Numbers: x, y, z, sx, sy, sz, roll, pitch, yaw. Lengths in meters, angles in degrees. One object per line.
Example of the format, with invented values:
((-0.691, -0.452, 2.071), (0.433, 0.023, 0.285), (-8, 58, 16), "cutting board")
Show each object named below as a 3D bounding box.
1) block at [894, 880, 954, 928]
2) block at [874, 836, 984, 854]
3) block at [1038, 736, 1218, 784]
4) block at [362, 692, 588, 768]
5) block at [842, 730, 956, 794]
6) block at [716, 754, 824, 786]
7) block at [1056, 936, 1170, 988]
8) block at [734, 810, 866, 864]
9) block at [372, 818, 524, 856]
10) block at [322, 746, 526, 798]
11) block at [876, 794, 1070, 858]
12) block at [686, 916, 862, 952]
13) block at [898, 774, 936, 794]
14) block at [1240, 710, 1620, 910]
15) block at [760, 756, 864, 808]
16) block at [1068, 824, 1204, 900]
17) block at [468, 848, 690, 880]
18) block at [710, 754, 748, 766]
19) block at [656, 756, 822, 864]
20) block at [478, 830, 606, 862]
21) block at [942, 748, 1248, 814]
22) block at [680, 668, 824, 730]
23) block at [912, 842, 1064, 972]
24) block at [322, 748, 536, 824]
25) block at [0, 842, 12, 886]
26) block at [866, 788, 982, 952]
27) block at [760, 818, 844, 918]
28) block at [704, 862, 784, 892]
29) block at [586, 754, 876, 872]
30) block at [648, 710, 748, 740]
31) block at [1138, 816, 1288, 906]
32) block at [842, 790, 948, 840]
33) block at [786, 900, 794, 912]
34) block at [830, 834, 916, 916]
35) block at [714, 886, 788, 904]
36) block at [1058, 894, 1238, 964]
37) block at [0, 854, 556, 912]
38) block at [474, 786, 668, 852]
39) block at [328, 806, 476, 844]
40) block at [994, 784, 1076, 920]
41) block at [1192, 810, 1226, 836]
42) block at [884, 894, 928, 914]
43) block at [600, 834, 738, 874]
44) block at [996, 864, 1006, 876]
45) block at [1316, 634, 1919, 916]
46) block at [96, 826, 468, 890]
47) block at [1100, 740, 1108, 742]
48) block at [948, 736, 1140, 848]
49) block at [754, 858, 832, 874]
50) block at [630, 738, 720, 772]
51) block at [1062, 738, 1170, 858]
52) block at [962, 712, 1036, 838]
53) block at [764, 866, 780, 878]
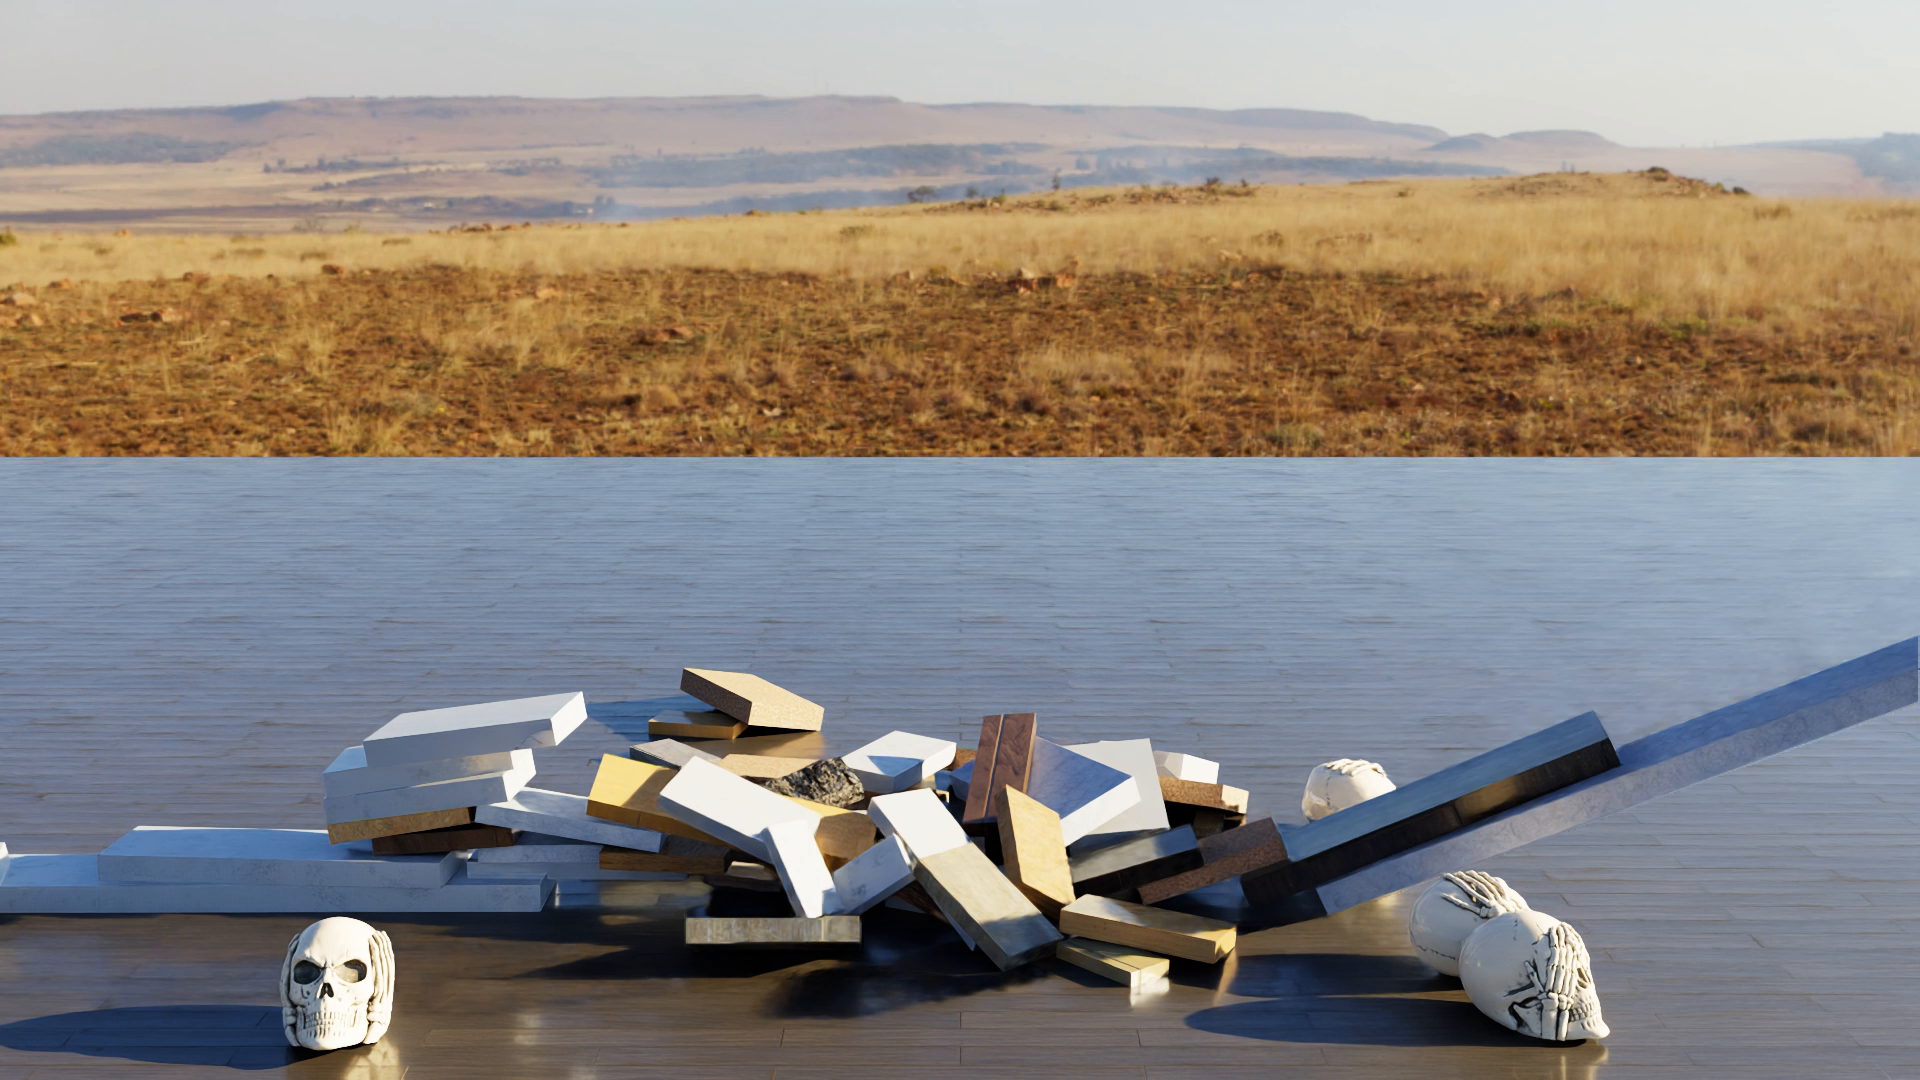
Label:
((-0.033, 0.565, 3.516), (0.158, 0.022, 0.079), (26, 36, 13), "block")
((-0.096, 0.534, 3.721), (0.264, 0.037, 0.132), (-1, -16, -5), "block")
((0.304, 0.426, 4.242), (0.345, 0.049, 0.172), (5, -9, 30), "block")
((-0.787, 0.308, 3.581), (0.320, 0.045, 0.160), (-8, 10, 10), "block")
((-0.123, 0.415, 4.105), (0.130, 0.037, 0.263), (9, 12, 24), "block")
((-0.329, 0.445, 4.120), (0.260, 0.037, 0.130), (2, 11, 13), "block")
((0.232, 0.638, 3.350), (0.081, 0.023, 0.161), (-9, 14, -40), "block")
((-0.295, 0.514, 3.764), (0.264, 0.037, 0.132), (-2, -31, -9), "block")
((-0.839, 0.479, 3.631), (0.231, 0.033, 0.116), (-5, 11, 3), "block")
((-0.876, 0.360, 3.625), (0.307, 0.043, 0.153), (-9, 10, 1), "block")
((0.043, 0.508, 3.899), (0.385, 0.032, 0.113), (7, 14, 3), "block")
((-0.282, 0.602, 3.359), (0.260, 0.037, 0.130), (0, -16, -2), "block")
((-0.095, 0.453, 4.104), (0.095, 0.027, 0.189), (0, 10, -3), "block")
((0.761, 0.442, 3.607), (0.629, 0.049, 0.172), (-24, 6, 12), "block")
((-0.301, 0.461, 3.901), (0.237, 0.034, 0.118), (-19, 25, -17), "block")
((0.274, 0.540, 3.651), (0.249, 0.035, 0.125), (-16, 10, 2), "block")
((-0.626, 0.532, 3.652), (0.362, 0.029, 0.103), (0, 11, 1), "block")
((-0.384, 0.473, 4.184), (0.148, 0.042, 0.297), (-9, 14, -39), "block")
((-0.358, 0.441, 3.563), (0.237, 0.034, 0.118), (23, 33, 12), "block")
((-0.686, 0.504, 3.646), (0.206, 0.029, 0.103), (0, 11, -1), "block")
((0.236, 0.452, 4.166), (0.598, 0.042, 0.148), (5, -8, 26), "block")
((-0.454, 0.344, 4.764), (0.172, 0.049, 0.344), (8, 5, -33), "block")
((0.043, 0.569, 3.422), (0.116, 0.033, 0.231), (-10, 40, -41), "block")
((-0.871, 0.405, 3.620), (0.307, 0.043, 0.153), (-8, 10, 7), "block")
((-1.716, 0.560, 3.531), (0.319, 0.045, 0.160), (-1, 33, -2), "block")
((-0.016, 0.525, 3.530), (0.116, 0.033, 0.335), (-5, 37, -36), "block")
((-0.248, 0.521, 3.464), (0.081, 0.161, 0.023), (-4, -28, -48), "block")
((-0.350, 0.561, 3.668), (0.137, 0.019, 0.068), (3, 11, 18), "block")
((-0.370, 0.452, 3.603), (0.465, 0.034, 0.118), (13, 33, -3), "block")
((-0.555, 0.391, 4.665), (0.188, 0.027, 0.094), (3, 11, 14), "block")
((0.414, 0.533, 3.661), (0.249, 0.035, 0.125), (-19, 10, 3), "block")
((-0.165, 0.505, 4.012), (0.149, 0.042, 0.297), (7, 13, 33), "block")
((-0.213, 0.582, 3.548), (0.122, 0.017, 0.061), (-17, 53, -42), "block")
((-0.153, 0.545, 3.499), (0.161, 0.023, 0.081), (-34, 50, 8), "block")
((-0.334, 0.583, 3.655), (0.137, 0.019, 0.068), (1, 11, 4), "block")
((0.292, 0.603, 3.418), (0.249, 0.035, 0.125), (8, 6, 21), "block")
((-1.347, 0.570, 3.654), (1.325, 0.045, 0.160), (0, 11, 0), "block")
((-0.631, 0.455, 3.611), (0.302, 0.033, 0.116), (9, 11, 1), "block")
((-0.910, 0.451, 3.622), (0.231, 0.033, 0.116), (-9, 10, 2), "block")
((0.122, 0.510, 3.587), (0.116, 0.033, 0.231), (31, 26, -25), "block")
((0.454, 0.518, 4.018), (0.051, 0.014, 0.102), (2, 11, 11), "block")
((-0.035, 0.590, 3.605), (0.158, 0.022, 0.079), (5, 12, 27), "block")
((-0.475, 0.513, 3.598), (0.206, 0.029, 0.103), (1, 11, 7), "block")
((0.045, 0.566, 3.669), (0.108, 0.015, 0.054), (-17, 10, 4), "block")
((1.331, 0.250, 3.390), (1.662, 0.049, 0.172), (-24, 3, 18), "block")
((-1.119, 0.525, 3.649), (0.571, 0.043, 0.153), (1, 11, 4), "block")
((0.334, 0.428, 4.504), (0.102, 0.014, 0.051), (2, 11, 12), "block")
((0.145, 0.436, 3.883), (0.172, 0.049, 0.344), (-28, 22, -25), "block")
((-0.264, 0.539, 3.623), (0.147, 0.017, 0.061), (23, 17, 1), "block")
((-0.572, 0.439, 4.411), (0.094, 0.027, 0.188), (-9, 14, -39), "block")
((0.269, 0.458, 3.912), (0.172, 0.049, 0.345), (-5, 21, 1), "block")
((0.072, 0.408, 3.868), (0.095, 0.027, 0.422), (-5, 20, 8), "block")
((-0.251, 0.559, 3.642), (0.137, 0.019, 0.068), (26, 17, 12), "block")
